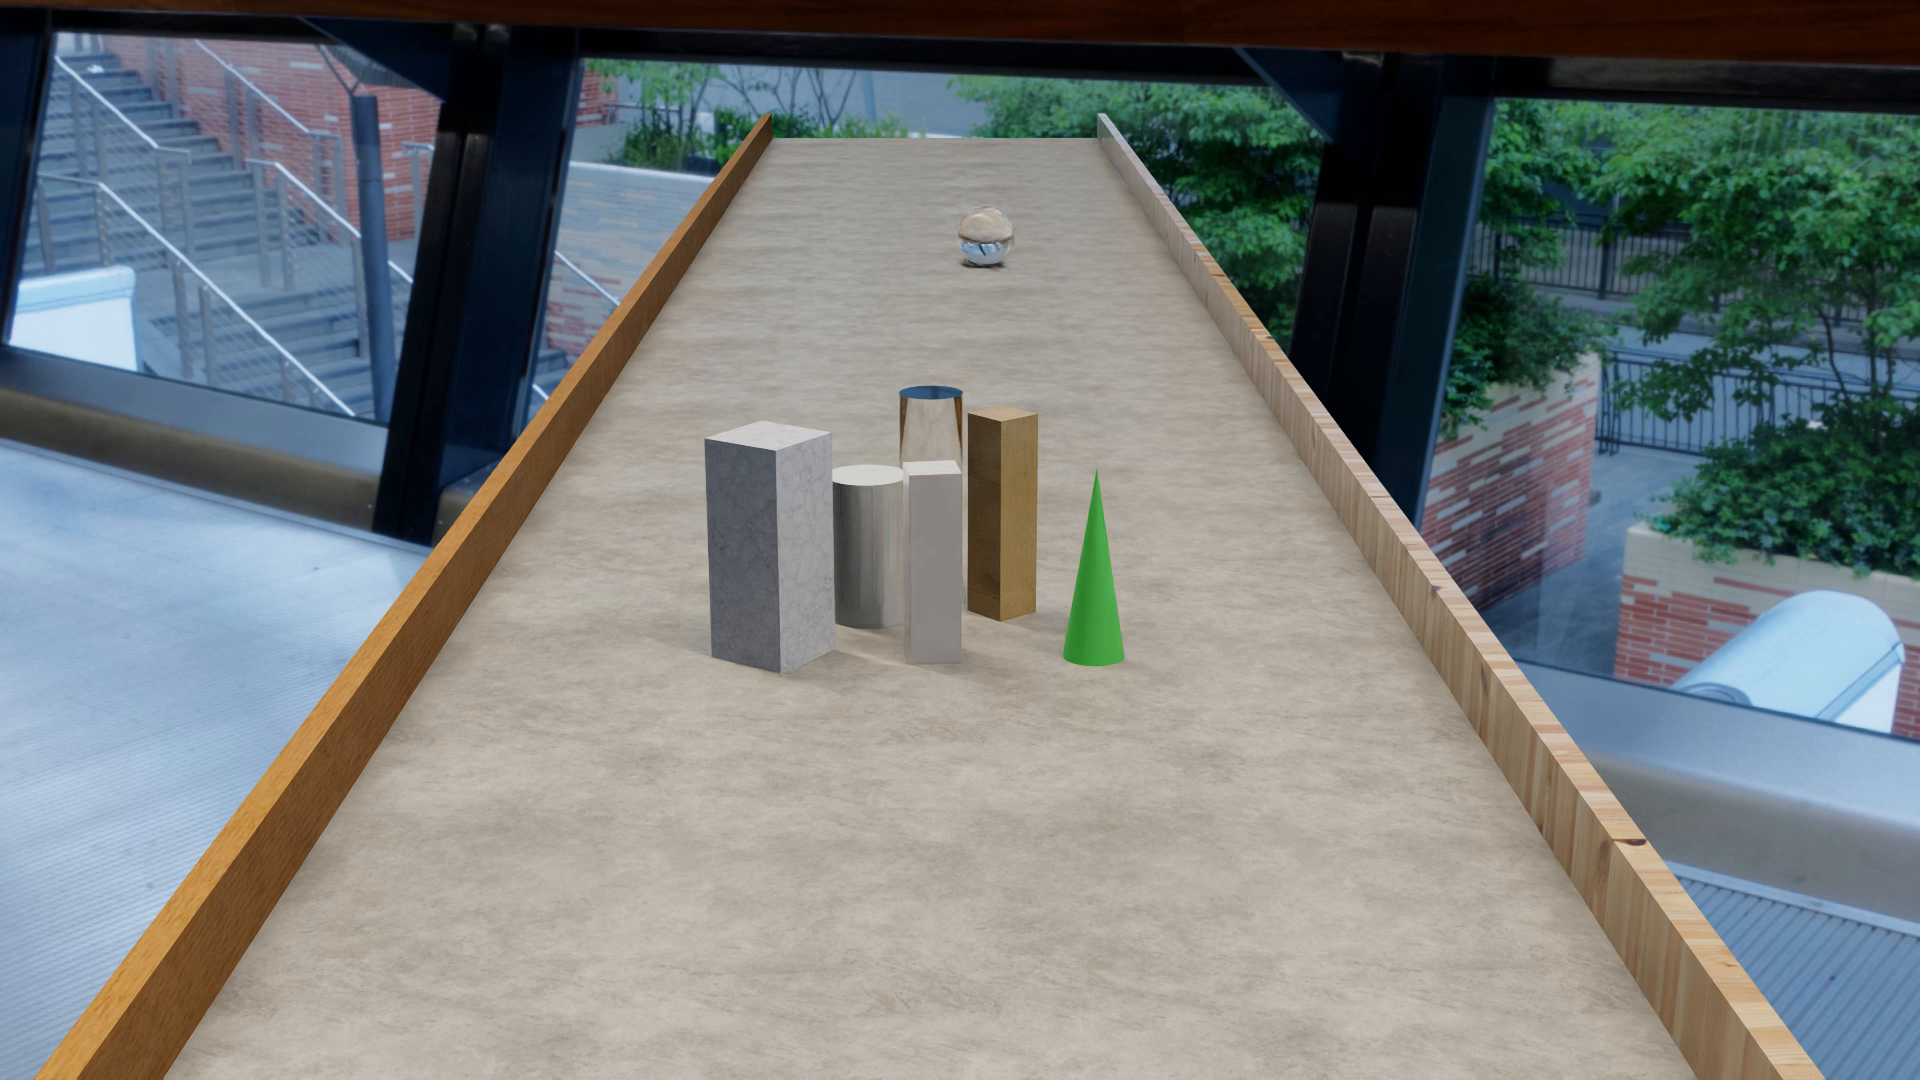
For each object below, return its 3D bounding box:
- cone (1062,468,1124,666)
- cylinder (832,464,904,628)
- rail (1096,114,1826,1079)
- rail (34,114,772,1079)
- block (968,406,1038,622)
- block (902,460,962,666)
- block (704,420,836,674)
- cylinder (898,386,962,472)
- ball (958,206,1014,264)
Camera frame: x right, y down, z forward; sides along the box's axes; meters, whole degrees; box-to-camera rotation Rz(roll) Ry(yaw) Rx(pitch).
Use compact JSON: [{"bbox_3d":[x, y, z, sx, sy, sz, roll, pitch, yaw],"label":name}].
[{"bbox_3d":[0.270,0.045,4.384,0.124,0.394,0.124,0,17,0],"label":"cone"},{"bbox_3d":[-0.195,0.012,4.643,0.172,0.310,0.172,0,17,0],"label":"cylinder"},{"bbox_3d":[0.932,-0.844,7.801,0.050,0.150,12.000,0,17,-1],"label":"rail"},{"bbox_3d":[-1.118,-0.838,7.780,0.050,0.150,12.000,0,17,-1],"label":"rail"},{"bbox_3d":[0.090,-0.056,4.653,0.104,0.435,0.104,-14,22,-39],"label":"block"},{"bbox_3d":[-0.055,0.045,4.388,0.104,0.392,0.104,-2,17,-8],"label":"block"},{"bbox_3d":[-0.377,0.012,4.390,0.178,0.455,0.178,11,20,32],"label":"block"},{"bbox_3d":[-0.063,-0.114,4.852,0.139,0.432,0.139,0,17,0],"label":"cylinder"},{"bbox_3d":[0.106,-1.246,9.005,0.235,0.235,0.235,0,17,0],"label":"ball"}]
